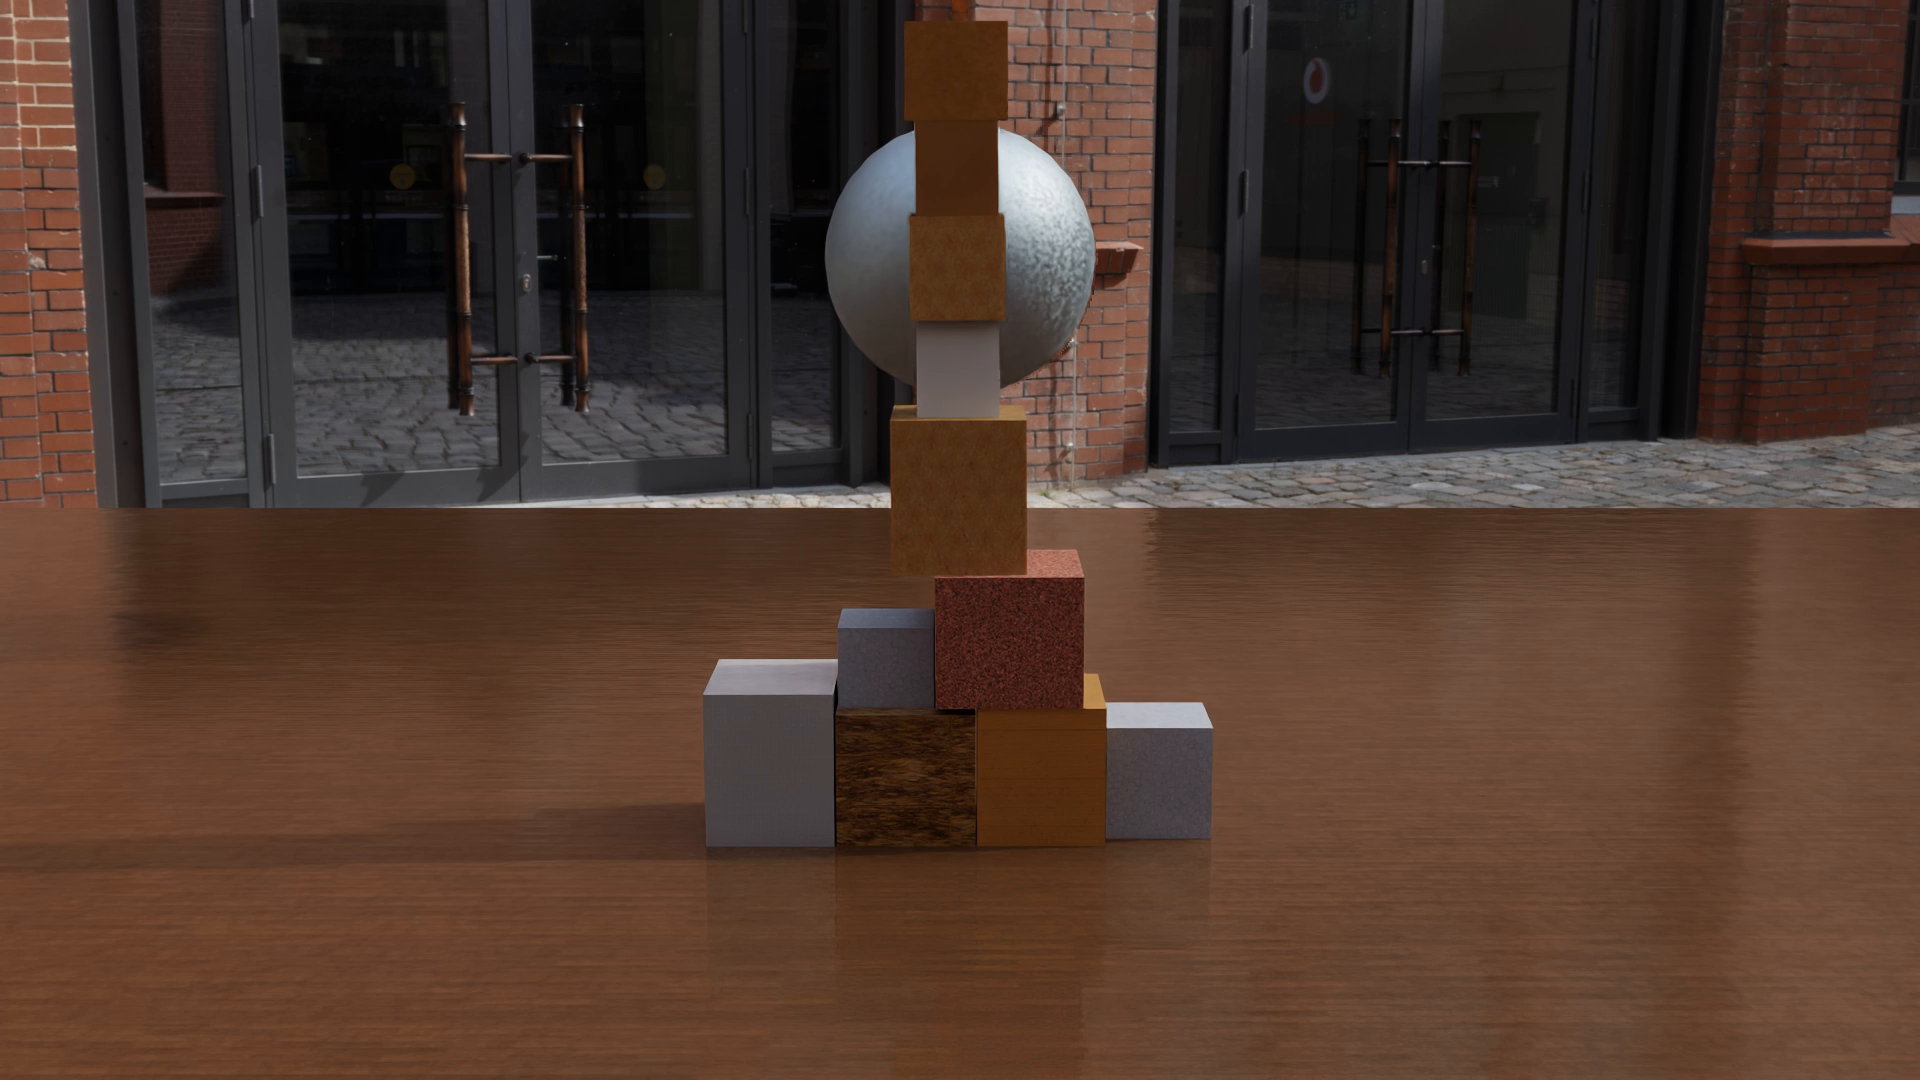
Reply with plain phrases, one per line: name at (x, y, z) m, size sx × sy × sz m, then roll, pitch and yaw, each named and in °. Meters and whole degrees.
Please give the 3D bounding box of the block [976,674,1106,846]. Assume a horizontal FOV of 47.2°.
block at (0.409, 1.126, 11.373) m, size 0.644 × 0.715 × 0.727 m, roll 0°, pitch 10°, yaw 0°

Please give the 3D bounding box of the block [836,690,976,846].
block at (-0.272, 1.143, 11.382) m, size 0.698 × 0.679 × 0.739 m, roll 0°, pitch 10°, yaw 0°

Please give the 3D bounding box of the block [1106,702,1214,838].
block at (1.010, 1.189, 11.404) m, size 0.537 × 0.580 × 0.513 m, roll 0°, pitch 10°, yaw 0°

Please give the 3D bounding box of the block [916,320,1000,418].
block at (-0.010, -0.878, 11.024) m, size 0.409 × 0.484 × 0.408 m, roll 0°, pitch 10°, yaw 0°

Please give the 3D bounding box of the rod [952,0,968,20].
rod at (0.000, -4.586, 11.260) m, size 0.080 × 5.200 × 0.080 m, roll 0°, pitch 31°, yaw 0°

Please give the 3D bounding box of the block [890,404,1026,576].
block at (-0.006, -0.263, 11.146) m, size 0.671 × 0.770 × 0.651 m, roll 0°, pitch 10°, yaw 0°

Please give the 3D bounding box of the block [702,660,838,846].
block at (-0.955, 1.088, 11.375) m, size 0.647 × 0.789 × 0.761 m, roll 0°, pitch 10°, yaw 0°

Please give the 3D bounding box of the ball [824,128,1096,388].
ball at (0.000, -1.657, 12.987) m, size 1.600 × 1.600 × 1.600 m, roll 0°, pitch 10°, yaw 0°

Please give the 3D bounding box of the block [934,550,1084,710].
block at (0.246, 0.446, 11.253) m, size 0.735 × 0.665 × 0.753 m, roll 0°, pitch 10°, yaw 0°

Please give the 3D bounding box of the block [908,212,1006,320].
block at (-0.013, -1.361, 10.916) m, size 0.465 × 0.503 × 0.470 m, roll 0°, pitch 10°, yaw 0°

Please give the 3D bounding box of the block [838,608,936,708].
block at (-0.373, 0.602, 11.307) m, size 0.485 × 0.410 × 0.461 m, roll 0°, pitch 10°, yaw 0°

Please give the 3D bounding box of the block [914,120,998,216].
block at (-0.016, -1.836, 10.841) m, size 0.400 × 0.458 × 0.418 m, roll 0°, pitch 10°, yaw 0°

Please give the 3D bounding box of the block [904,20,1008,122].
block at (-0.019, -2.293, 10.776) m, size 0.497 × 0.465 × 0.446 m, roll 0°, pitch 10°, yaw 0°
